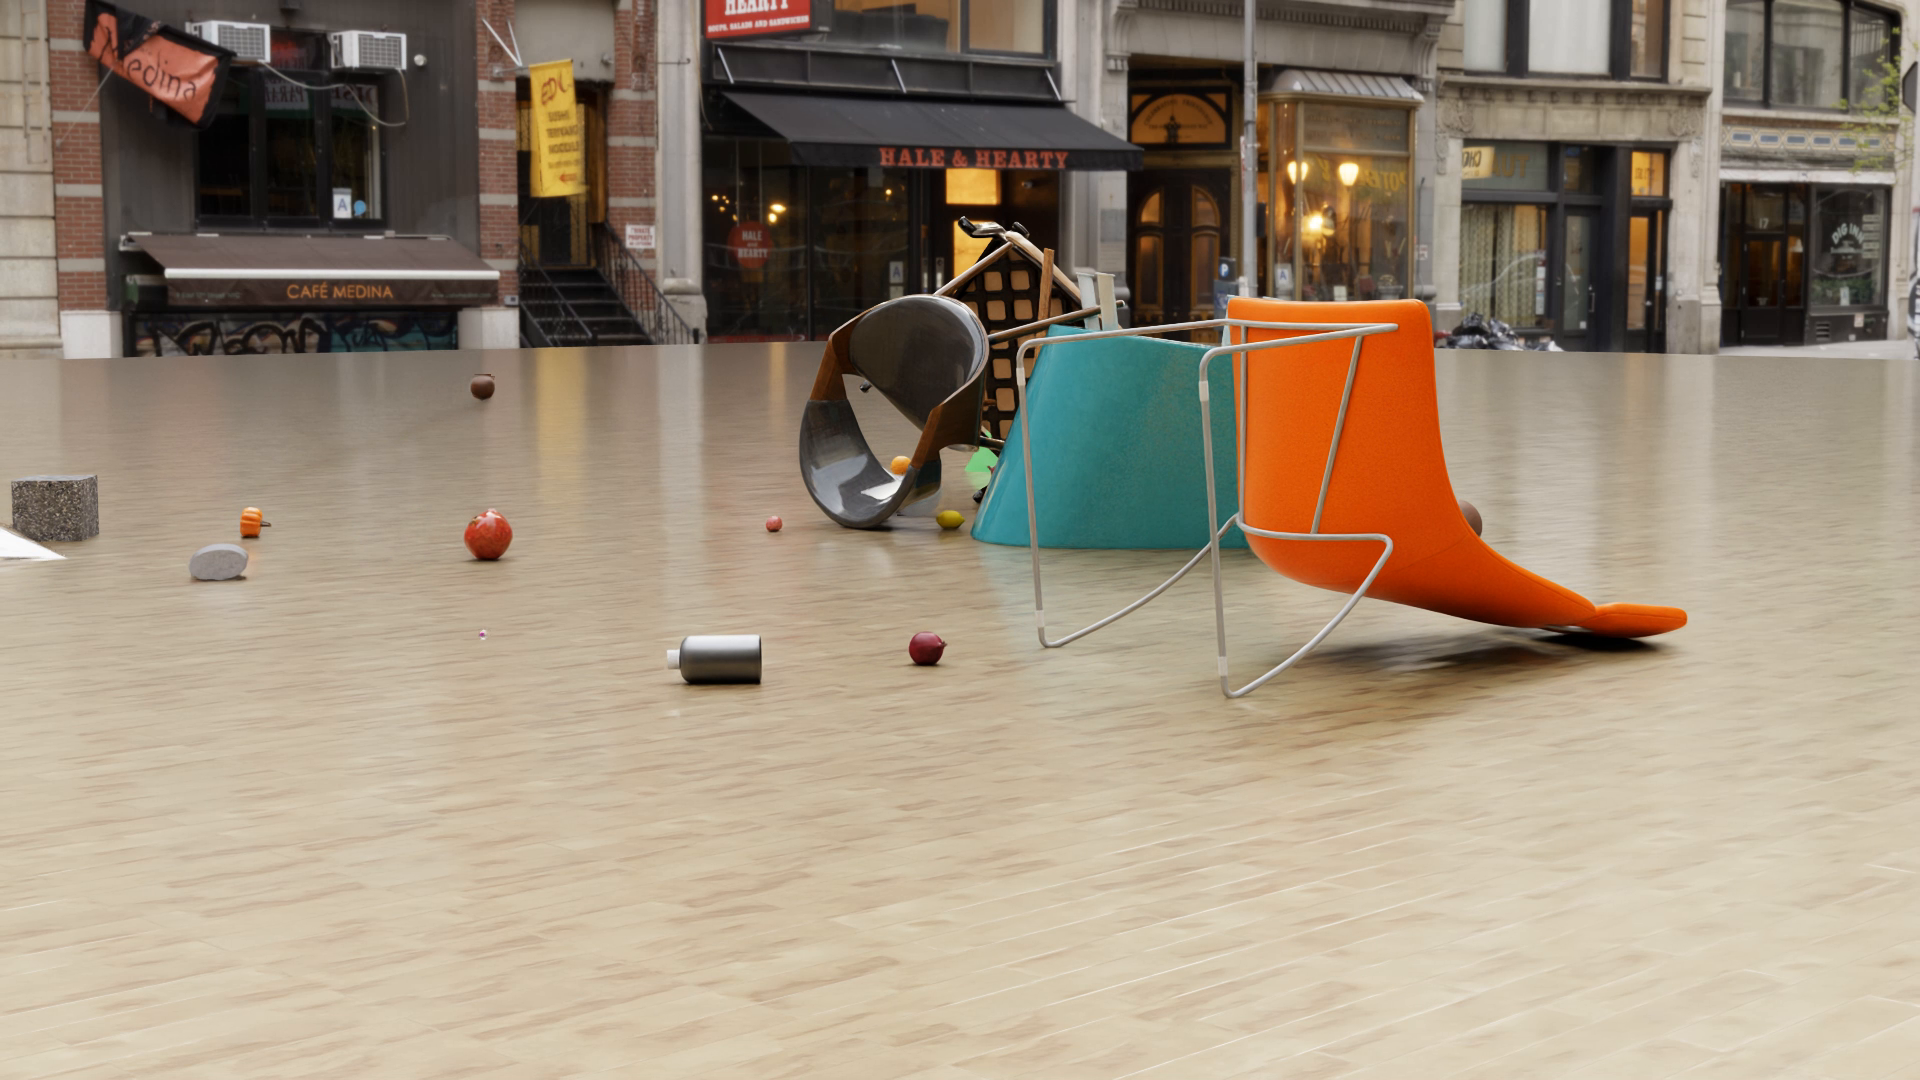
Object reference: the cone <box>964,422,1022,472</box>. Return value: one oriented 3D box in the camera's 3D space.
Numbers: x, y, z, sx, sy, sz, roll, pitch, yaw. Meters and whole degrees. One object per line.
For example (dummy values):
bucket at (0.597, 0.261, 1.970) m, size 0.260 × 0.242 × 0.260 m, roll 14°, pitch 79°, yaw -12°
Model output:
cone at (0.114, -0.323, 8.715) m, size 0.198 × 0.170 × 0.213 m, roll -2°, pitch 6°, yaw -15°

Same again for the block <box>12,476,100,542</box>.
block at (-2.278, -0.081, 6.463) m, size 0.167 × 0.151 × 0.170 m, roll -1°, pitch 6°, yaw -5°

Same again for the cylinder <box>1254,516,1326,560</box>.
cylinder at (0.771, -0.005, 5.987) m, size 0.119 × 0.095 × 0.128 m, roll -1°, pitch 20°, yaw -24°

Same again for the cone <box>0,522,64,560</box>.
cone at (-2.211, 0.013, 5.980) m, size 0.254 × 0.123 × 0.243 m, roll 14°, pitch 17°, yaw -6°

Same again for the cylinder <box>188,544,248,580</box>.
cylinder at (-1.621, 0.048, 5.612) m, size 0.122 × 0.067 × 0.122 m, roll -7°, pitch 8°, yaw -13°

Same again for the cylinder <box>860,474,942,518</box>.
cylinder at (-0.164, -0.124, 7.092) m, size 0.159 × 0.107 × 0.174 m, roll -13°, pitch 12°, yaw -34°
